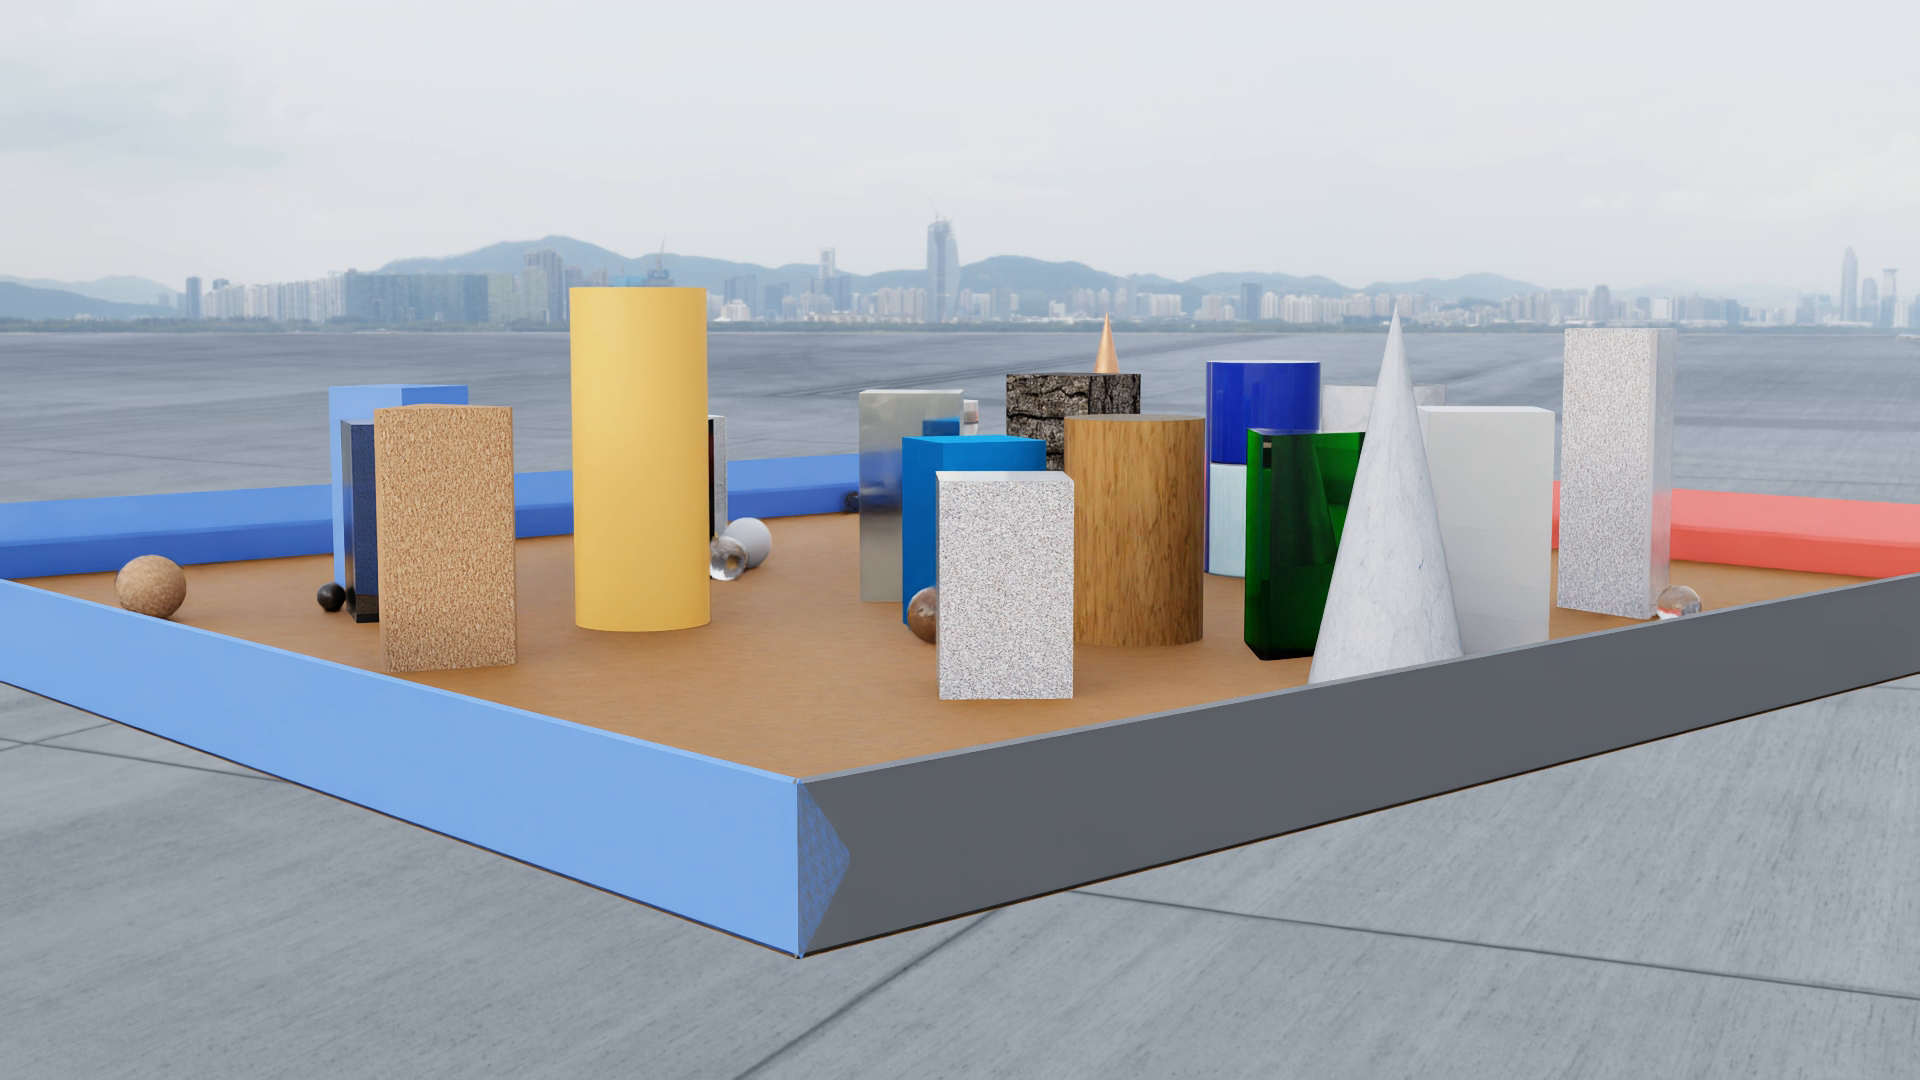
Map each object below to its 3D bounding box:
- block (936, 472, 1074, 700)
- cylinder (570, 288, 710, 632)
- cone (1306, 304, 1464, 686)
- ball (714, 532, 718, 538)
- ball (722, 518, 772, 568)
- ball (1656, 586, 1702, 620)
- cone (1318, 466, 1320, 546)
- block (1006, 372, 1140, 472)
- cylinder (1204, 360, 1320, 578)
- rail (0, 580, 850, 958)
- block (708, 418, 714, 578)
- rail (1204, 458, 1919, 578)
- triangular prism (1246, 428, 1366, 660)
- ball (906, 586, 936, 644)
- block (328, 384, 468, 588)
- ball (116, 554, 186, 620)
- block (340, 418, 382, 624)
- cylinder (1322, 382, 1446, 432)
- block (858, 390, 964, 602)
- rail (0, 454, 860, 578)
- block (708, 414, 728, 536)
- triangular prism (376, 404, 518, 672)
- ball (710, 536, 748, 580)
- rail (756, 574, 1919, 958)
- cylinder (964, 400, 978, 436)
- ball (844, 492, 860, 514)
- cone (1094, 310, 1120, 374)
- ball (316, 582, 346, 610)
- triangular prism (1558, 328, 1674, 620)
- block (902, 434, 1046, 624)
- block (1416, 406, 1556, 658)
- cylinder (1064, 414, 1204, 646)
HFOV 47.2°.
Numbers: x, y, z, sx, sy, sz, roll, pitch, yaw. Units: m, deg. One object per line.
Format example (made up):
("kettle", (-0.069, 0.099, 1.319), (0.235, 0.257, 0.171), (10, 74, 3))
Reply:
("block", (0.050, 0.050, 2.576), (0.152, 0.250, 0.152), (0, 6, -2))
("cylinder", (-0.451, -0.119, 3.108), (0.190, 0.473, 0.190), (0, 6, 0))
("cone", (0.500, -0.049, 2.543), (0.190, 0.452, 0.190), (0, 6, 0))
("ball", (-0.445, 0.012, 3.778), (0.072, 0.072, 0.072), (0, 6, 0))
("ball", (-0.366, 0.004, 3.781), (0.087, 0.087, 0.087), (0, 6, 0))
("ball", (1.002, 0.093, 3.063), (0.061, 0.061, 0.061), (0, 6, 0))
("cone", (0.627, -0.132, 4.015), (0.190, 0.309, 0.190), (0, 6, 0))
("block", (0.179, -0.091, 3.473), (0.152, 0.341, 0.152), (4, 7, 36))
("cylinder", (0.508, -0.122, 3.701), (0.190, 0.355, 0.190), (0, 6, 0))
("rail", (-0.960, 0.125, 2.451), (0.045, 0.124, 2.556), (-6, 8, -42))
("block", (-0.512, -0.067, 3.620), (0.152, 0.263, 0.152), (6, 8, 42))
("rail", (0.960, -0.061, 4.213), (0.045, 0.124, 2.556), (-6, 8, -42))
("triangular prism", (0.420, 0.000, 2.874), (0.165, 0.286, 0.143), (-4, 7, -30))
("ball", (-0.033, 0.100, 2.928), (0.076, 0.076, 0.076), (0, 6, 0))
("block", (-0.895, -0.086, 3.526), (0.152, 0.321, 0.152), (3, 7, 29))
("ball", (-1.153, 0.068, 3.135), (0.095, 0.095, 0.095), (0, 6, 0))
("block", (-0.811, -0.032, 3.200), (0.152, 0.282, 0.152), (-2, 6, -21))
("cylinder", (0.659, -0.080, 3.437), (0.190, 0.326, 0.190), (0, 6, 0))
("block", (-0.073, -0.072, 3.406), (0.152, 0.317, 0.152), (0, 6, 3))
("rail", (-0.850, -0.065, 4.249), (2.660, 0.124, 0.045), (-6, 8, -42))
("block", (-0.513, -0.089, 3.857), (0.152, 0.257, 0.152), (-4, 7, -36))
("triangular prism", (-0.659, -0.008, 2.776), (0.165, 0.322, 0.143), (-3, 7, -23))
("ball", (-0.386, 0.030, 3.600), (0.074, 0.074, 0.074), (0, 6, 0))
("rail", (0.850, 0.129, 2.416), (2.660, 0.124, 0.045), (-6, 8, -42))
("cylinder", (-0.063, -0.096, 3.787), (0.190, 0.286, 0.190), (0, 6, 0))
("ball", (-0.230, -0.081, 4.790), (0.045, 0.045, 0.045), (0, 6, 0))
("cone", (0.260, -0.187, 3.908), (0.190, 0.441, 0.190), (0, 6, 0))
("ball", (-0.928, 0.083, 3.246), (0.042, 0.042, 0.042), (0, 6, 0))
("triangular prism", (0.999, -0.104, 3.242), (0.143, 0.414, 0.165), (-4, 7, -32))
("block", (0.018, -0.009, 3.063), (0.152, 0.264, 0.152), (-3, 7, -23))
("block", (0.654, -0.005, 2.768), (0.152, 0.319, 0.152), (1, 6, 6))
("cylinder", (0.235, -0.017, 2.981), (0.190, 0.298, 0.190), (0, 6, 0))
